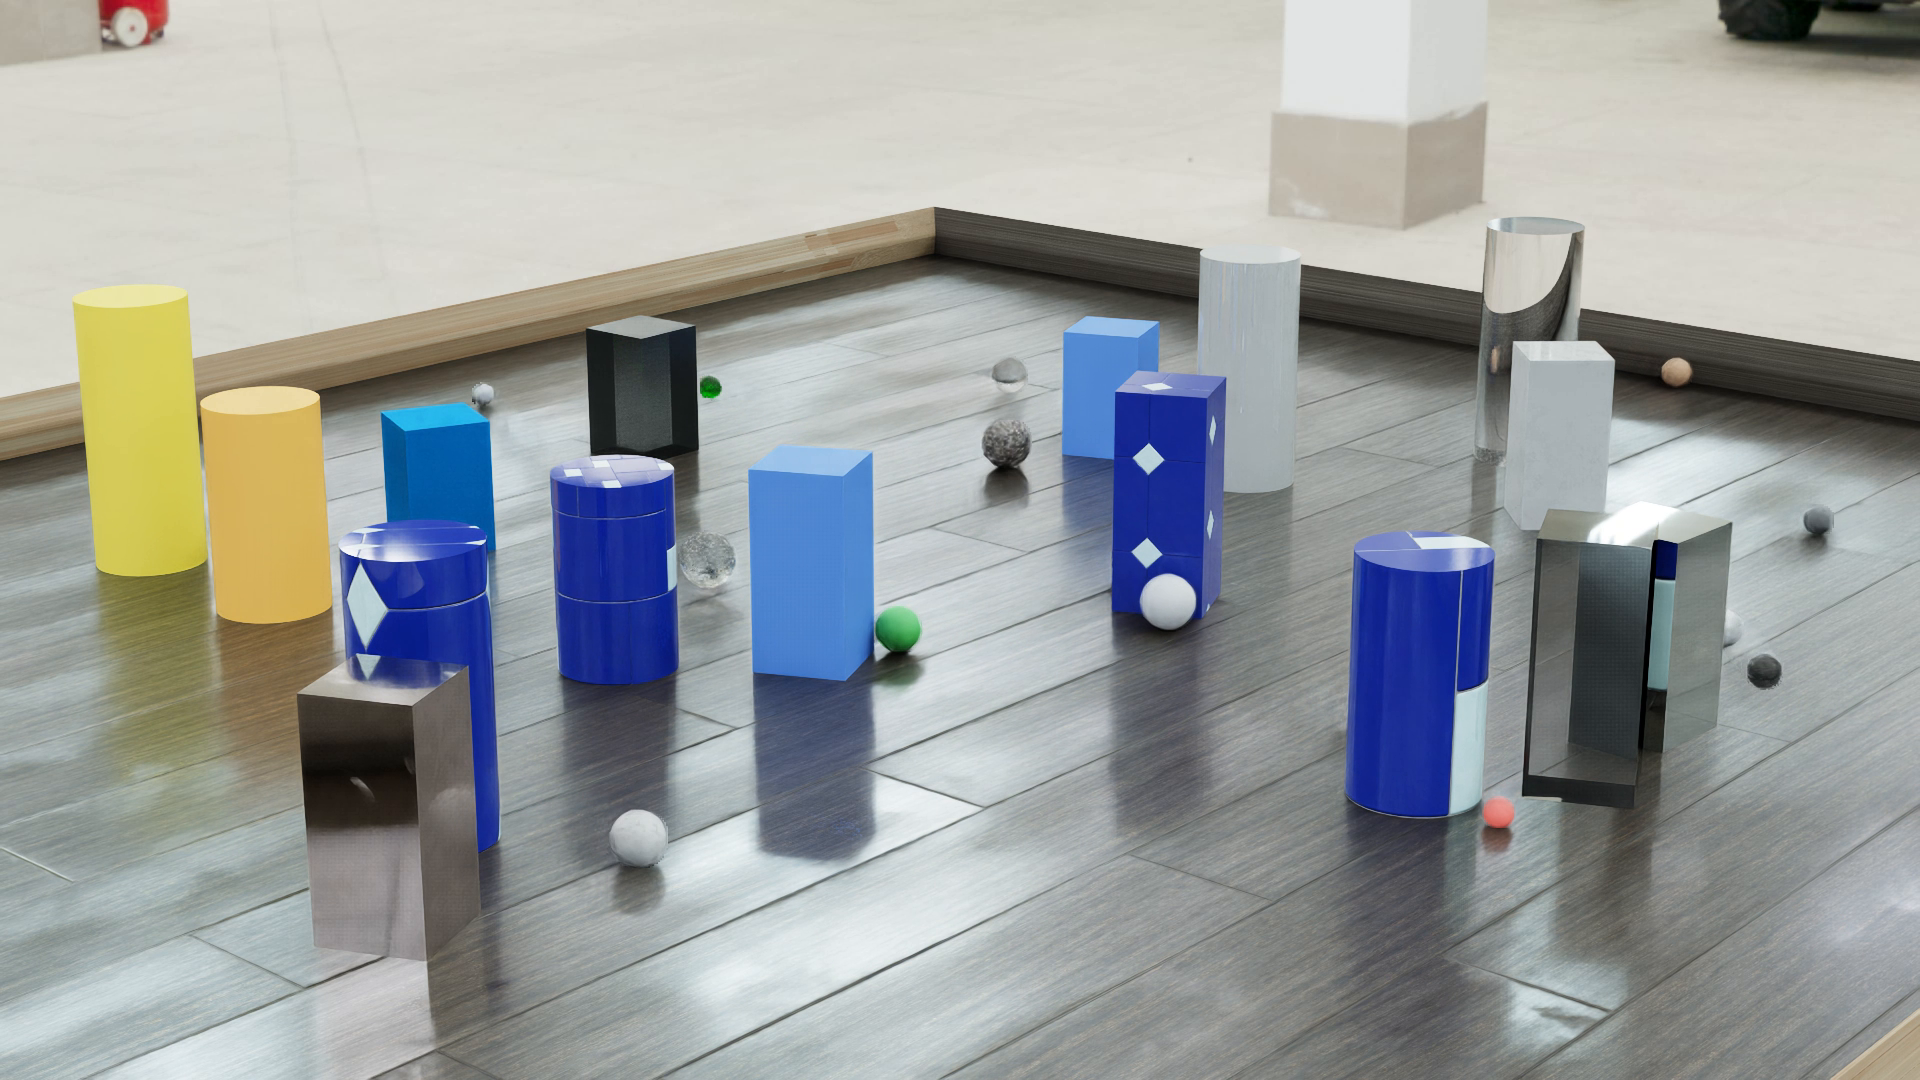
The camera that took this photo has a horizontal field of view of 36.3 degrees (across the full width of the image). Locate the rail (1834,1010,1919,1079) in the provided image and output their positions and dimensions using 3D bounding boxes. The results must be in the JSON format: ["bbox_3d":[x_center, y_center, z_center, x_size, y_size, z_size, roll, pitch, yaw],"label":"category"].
[{"bbox_3d":[1.541,0.418,3.839,0.045,0.128,4.538,14,22,39],"label":"rail"}]

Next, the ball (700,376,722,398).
[{"bbox_3d":[-0.552,-0.338,6.486,0.050,0.050,0.050,0,17,0],"label":"ball"}]

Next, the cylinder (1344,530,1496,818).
[{"bbox_3d":[0.655,0.190,4.187,0.197,0.366,0.197,0,17,0],"label":"cylinder"}]

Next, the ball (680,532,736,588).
[{"bbox_3d":[-0.444,0.036,5.165,0.098,0.098,0.098,0,17,0],"label":"ball"}]

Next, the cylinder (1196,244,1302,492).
[{"bbox_3d":[0.567,-0.340,5.787,0.197,0.457,0.197,0,17,0],"label":"cylinder"}]

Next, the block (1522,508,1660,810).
[{"bbox_3d":[0.906,0.169,4.216,0.158,0.390,0.158,5,17,16],"label":"block"}]

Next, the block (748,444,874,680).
[{"bbox_3d":[-0.238,0.035,4.746,0.158,0.341,0.158,5,17,15],"label":"block"}]

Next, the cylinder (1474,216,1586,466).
[{"bbox_3d":[1.155,-0.402,5.955,0.197,0.479,0.197,0,17,0],"label":"cylinder"}]

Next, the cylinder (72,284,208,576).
[{"bbox_3d":[-1.469,-0.198,5.261,0.197,0.490,0.197,0,17,0],"label":"cylinder"}]

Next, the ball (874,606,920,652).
[{"bbox_3d":[-0.103,0.147,4.834,0.076,0.076,0.076,0,17,0],"label":"ball"}]

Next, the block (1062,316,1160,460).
[{"bbox_3d":[0.311,-0.313,6.045,0.158,0.258,0.158,6,18,19],"label":"block"}]

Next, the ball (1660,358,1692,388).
[{"bbox_3d":[1.608,-0.376,6.585,0.066,0.066,0.066,0,17,0],"label":"ball"}]

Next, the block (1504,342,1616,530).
[{"bbox_3d":[1.132,-0.198,5.545,0.158,0.327,0.158,0,17,-1],"label":"block"}]

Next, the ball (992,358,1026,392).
[{"bbox_3d":[0.110,-0.366,6.534,0.077,0.077,0.077,0,17,0],"label":"ball"}]

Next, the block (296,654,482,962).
[{"bbox_3d":[-0.724,0.339,3.735,0.158,0.342,0.158,5,17,16],"label":"block"}]

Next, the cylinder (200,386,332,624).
[{"bbox_3d":[-1.186,-0.062,5.023,0.197,0.366,0.197,0,17,0],"label":"cylinder"}]

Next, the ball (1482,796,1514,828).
[{"bbox_3d":[0.756,0.380,4.113,0.044,0.044,0.044,0,17,0],"label":"ball"}]

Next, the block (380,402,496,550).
[{"bbox_3d":[-0.959,-0.109,5.391,0.158,0.244,0.158,-8,19,-25],"label":"block"}]

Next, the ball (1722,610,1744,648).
[{"bbox_3d":[1.266,0.146,4.859,0.063,0.063,0.063,0,17,0],"label":"ball"}]

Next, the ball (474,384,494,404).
[{"bbox_3d":[-1.044,-0.319,6.432,0.045,0.045,0.045,0,17,0],"label":"ball"}]

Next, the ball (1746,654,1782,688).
[{"bbox_3d":[1.280,0.209,4.664,0.055,0.055,0.055,0,17,0],"label":"ball"}]

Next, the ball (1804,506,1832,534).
[{"bbox_3d":[1.604,-0.037,5.484,0.052,0.052,0.052,0,17,0],"label":"ball"}]

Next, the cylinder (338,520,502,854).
[{"bbox_3d":[-0.738,0.207,4.018,0.197,0.432,0.197,0,17,0],"label":"cylinder"}]

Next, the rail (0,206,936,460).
[{"bbox_3d":[-1.541,-0.354,6.401,0.045,0.128,4.538,14,22,39],"label":"rail"}]

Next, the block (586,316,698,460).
[{"bbox_3d":[-0.652,-0.310,6.024,0.158,0.263,0.158,13,21,37],"label":"block"}]

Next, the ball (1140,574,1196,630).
[{"bbox_3d":[0.351,0.104,4.943,0.094,0.094,0.094,0,17,0],"label":"ball"}]

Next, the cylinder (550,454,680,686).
[{"bbox_3d":[-0.556,0.047,4.729,0.197,0.328,0.197,0,17,0],"label":"cylinder"}]

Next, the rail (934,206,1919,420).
[{"bbox_3d":[1.472,-0.457,6.743,4.130,0.128,0.045,14,22,39],"label":"rail"}]

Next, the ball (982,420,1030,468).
[{"bbox_3d":[0.093,-0.195,5.927,0.099,0.099,0.099,0,17,0],"label":"ball"}]

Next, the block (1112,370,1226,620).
[{"bbox_3d":[0.359,-0.079,5.042,0.158,0.388,0.158,5,17,16],"label":"block"}]

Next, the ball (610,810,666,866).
[{"bbox_3d":[-0.437,0.404,3.977,0.077,0.077,0.077,0,17,0],"label":"ball"}]

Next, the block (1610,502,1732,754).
[{"bbox_3d":[1.050,0.130,4.451,0.158,0.328,0.158,15,23,41],"label":"block"}]
